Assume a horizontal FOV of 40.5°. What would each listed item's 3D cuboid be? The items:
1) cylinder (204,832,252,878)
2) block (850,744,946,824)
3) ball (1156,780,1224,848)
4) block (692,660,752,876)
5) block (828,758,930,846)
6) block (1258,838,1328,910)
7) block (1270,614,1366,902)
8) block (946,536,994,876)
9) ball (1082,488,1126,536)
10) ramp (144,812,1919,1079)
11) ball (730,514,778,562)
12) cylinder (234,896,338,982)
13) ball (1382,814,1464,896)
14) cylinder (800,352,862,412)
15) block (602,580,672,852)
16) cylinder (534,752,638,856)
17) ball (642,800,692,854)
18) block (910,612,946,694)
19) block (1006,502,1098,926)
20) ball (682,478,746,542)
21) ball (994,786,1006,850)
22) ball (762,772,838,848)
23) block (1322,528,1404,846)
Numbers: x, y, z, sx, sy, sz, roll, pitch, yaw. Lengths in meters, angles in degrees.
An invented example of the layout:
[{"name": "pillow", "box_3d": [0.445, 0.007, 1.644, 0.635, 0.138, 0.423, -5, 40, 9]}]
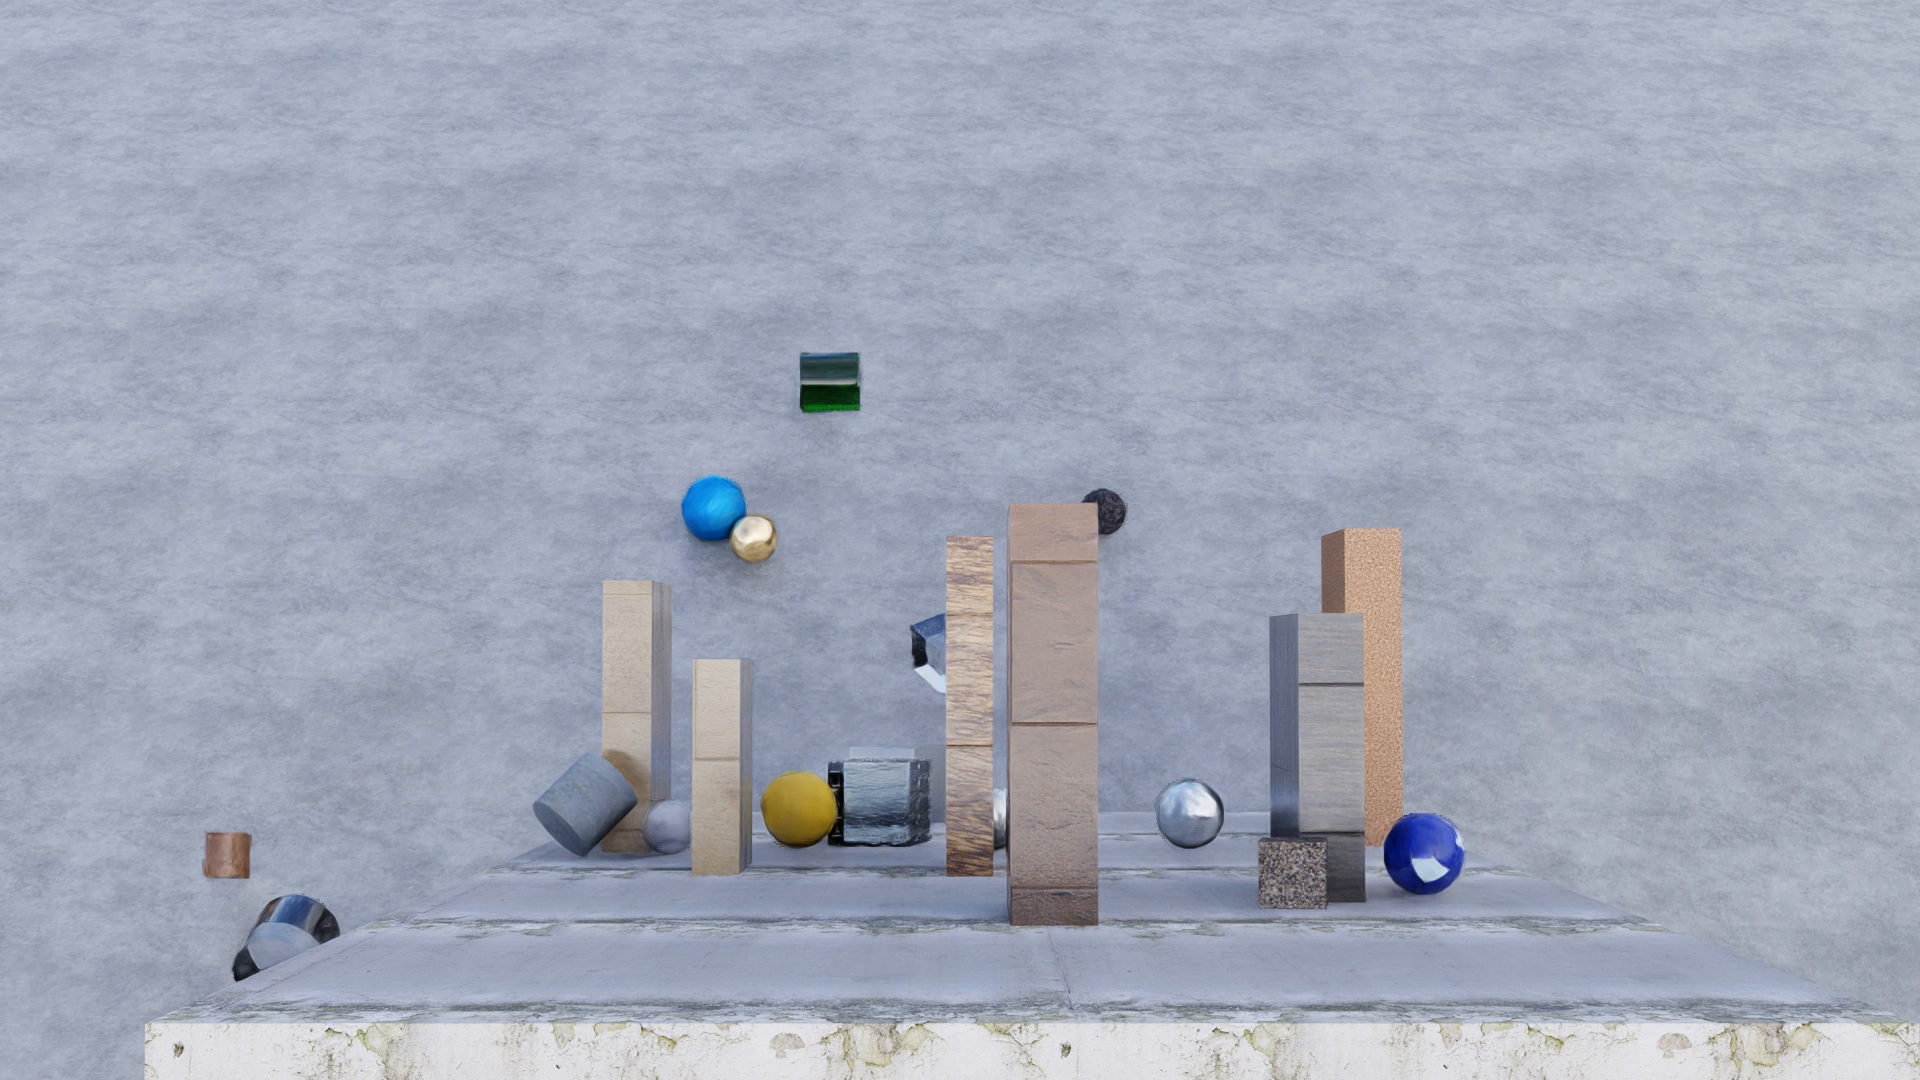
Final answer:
[{"name": "cylinder", "box_3d": [-1.898, 0.818, 6.745, 0.113, 0.113, 0.113, 1, 81, 1]}, {"name": "block", "box_3d": [-0.143, 0.611, 6.517, 0.190, 0.190, 0.190, -2, -3, 31]}, {"name": "ball", "box_3d": [0.496, 0.591, 5.615, 0.149, 0.149, 0.149, 0, 37, 0]}, {"name": "block", "box_3d": [-0.463, 0.438, 5.088, 0.090, 0.408, 0.307, 0, -3, 0]}, {"name": "block", "box_3d": [-0.179, 0.582, 5.774, 0.182, 0.182, 0.182, -1, -3, 15]}, {"name": "block", "box_3d": [0.554, 0.553, 4.323, 0.109, 0.109, 0.109, 0, -3, 10]}, {"name": "block", "box_3d": [0.626, 0.376, 4.588, 0.110, 0.487, 0.409, 0, -3, 0]}, {"name": "block", "box_3d": [0.018, 0.321, 5.085, 0.088, 0.641, 0.353, 0, -3, 0]}, {"name": "ball", "box_3d": [0.440, -0.086, 8.013, 0.143, 0.143, 0.143, 0, 37, 0]}, {"name": "ramp", "box_3d": [0.081, 0.685, 4.929, 2.000, 0.100, 4.000, 0, -3, 0]}, {"name": "ball", "box_3d": [-0.626, -0.005, 7.902, 0.148, 0.148, 0.148, 0, 37, 0]}, {"name": "cylinder", "box_3d": [-1.670, 1.023, 6.456, 0.207, 0.207, 0.207, 1, 21, 1]}, {"name": "ball", "box_3d": [0.806, 0.546, 4.521, 0.140, 0.140, 0.140, 0, 37, 0]}, {"name": "cylinder", "box_3d": [-0.424, -0.518, 8.537, 0.193, 0.193, 0.193, -1, 37, 0]}, {"name": "block", "box_3d": [-0.706, 0.382, 5.702, 0.103, 0.575, 0.386, 0, -3, 0]}, {"name": "cylinder", "box_3d": [-0.777, 0.549, 5.401, 0.153, 0.153, 0.153, 27, 59, 31]}, {"name": "ball", "box_3d": [-0.608, 0.602, 5.452, 0.113, 0.113, 0.113, 0, 37, 0]}, {"name": "block", "box_3d": [-0.033, 0.318, 7.458, 0.152, 0.152, 0.152, -21, 36, -25]}, {"name": "block", "box_3d": [0.145, 0.275, 4.172, 0.135, 0.651, 0.315, 0, -3, 0]}, {"name": "ball", "box_3d": [-0.754, -0.094, 7.979, 0.197, 0.197, 0.197, 0, 37, 0]}, {"name": "ball", "box_3d": [0.068, 0.595, 5.572, 0.137, 0.137, 0.137, 0, 37, 0]}, {"name": "ball", "box_3d": [-0.348, 0.584, 5.641, 0.164, 0.164, 0.164, 0, 37, 0]}, {"name": "block", "box_3d": [0.909, 0.330, 5.895, 0.124, 0.695, 0.372, 0, -3, 0]}]
